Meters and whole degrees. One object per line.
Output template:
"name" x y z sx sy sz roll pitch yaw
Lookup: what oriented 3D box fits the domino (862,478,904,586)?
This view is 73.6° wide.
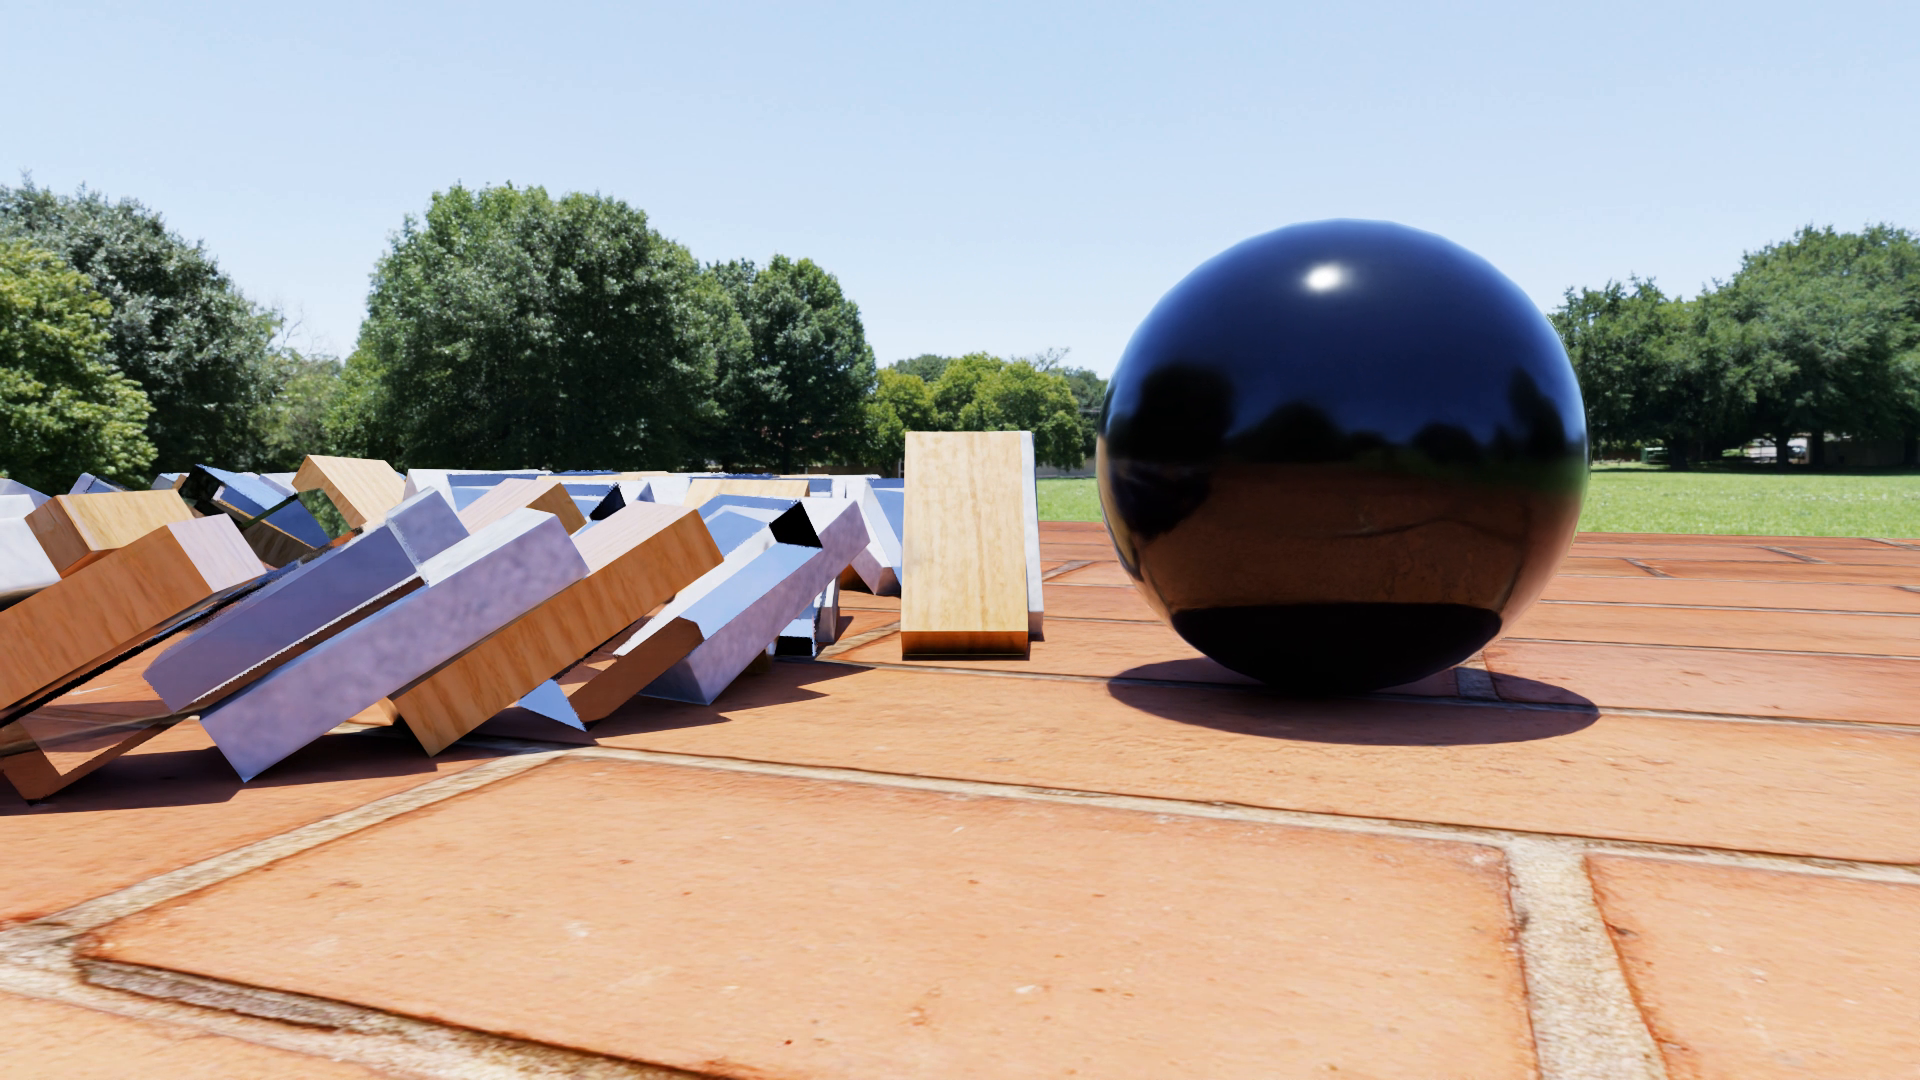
"domino" -0.009 -0.001 0.366 0.025 0.010 0.050 -1 33 -21

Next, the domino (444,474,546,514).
"domino" -0.111 0.001 0.321 0.025 0.010 0.050 -3 37 -31

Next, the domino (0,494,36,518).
"domino" -0.169 0.010 0.200 0.050 0.009 0.025 -32 -7 20

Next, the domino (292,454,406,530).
"domino" -0.150 -0.003 0.339 0.050 0.009 0.025 42 15 18

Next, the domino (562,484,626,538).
"domino" -0.092 0.006 0.262 0.025 0.009 0.050 2 36 22

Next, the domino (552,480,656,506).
"domino" -0.088 0.004 0.282 0.025 0.009 0.050 1 36 14

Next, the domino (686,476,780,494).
"domino" -0.054 0.001 0.333 0.025 0.010 0.050 -2 35 -22

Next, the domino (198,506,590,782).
"domino" -0.079 0.013 0.181 0.050 0.009 0.025 -34 19 -23

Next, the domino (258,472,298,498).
"domino" -0.182 -0.003 0.382 0.050 0.009 0.025 31 1 -6

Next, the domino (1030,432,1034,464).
"domino" 0.005 -0.003 0.306 0.025 0.050 0.010 0 -34 -1

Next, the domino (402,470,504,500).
"domino" -0.126 -0.001 0.336 0.025 0.009 0.050 -1 36 -39

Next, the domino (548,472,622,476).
"domino" -0.099 -0.003 0.376 0.025 0.009 0.050 -4 37 -49

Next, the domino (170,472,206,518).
"domino" -0.202 -0.003 0.375 0.050 0.009 0.025 31 -4 -15

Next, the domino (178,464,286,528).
"domino" -0.174 -0.001 0.335 0.050 0.009 0.025 31 -3 5

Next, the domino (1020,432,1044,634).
"domino" 0.005 -0.002 0.294 0.025 0.050 0.009 -1 -34 -1

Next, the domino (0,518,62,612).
"domino" -0.136 0.015 0.149 0.050 0.010 0.025 -30 3 4

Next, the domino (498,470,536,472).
"domino" -0.134 -0.007 0.440 0.050 0.009 0.025 31 10 9

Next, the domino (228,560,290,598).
"domino" -0.193 0.005 0.314 0.050 0.010 0.025 21 -13 -29

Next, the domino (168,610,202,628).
"domino" -0.204 0.016 0.291 0.025 0.009 0.050 4 6 40

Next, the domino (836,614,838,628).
"domino" -0.043 0.002 0.314 0.025 0.009 0.050 0 35 -7

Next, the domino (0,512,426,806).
"domino" -0.096 0.014 0.169 0.050 0.009 0.025 -33 16 -18

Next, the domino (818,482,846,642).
"domino" -0.040 0.004 0.294 0.025 0.010 0.050 0 35 -1

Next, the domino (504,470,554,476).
"domino" -0.119 -0.003 0.384 0.050 0.010 0.025 36 20 22

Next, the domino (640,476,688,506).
"domino" -0.068 0.000 0.349 0.025 0.010 0.050 -3 35 -34

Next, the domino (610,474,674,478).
"domino" -0.083 -0.001 0.364 0.025 0.009 0.050 -4 36 -42

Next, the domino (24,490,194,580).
"domino" -0.148 0.010 0.201 0.050 0.009 0.025 -33 1 7

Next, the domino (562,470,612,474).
"domino" -0.112 -0.007 0.438 0.050 0.010 0.025 34 17 20

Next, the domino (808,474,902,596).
"domino" -0.025 -0.003 0.383 0.025 0.009 0.050 -3 35 -35

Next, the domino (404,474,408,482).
"domino" -0.141 -0.003 0.386 0.050 0.010 0.025 32 10 8

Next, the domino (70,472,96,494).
"domino" -0.251 -0.004 0.403 0.050 0.009 0.025 33 -13 -29

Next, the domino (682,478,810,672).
"domino" -0.046 0.006 0.257 0.025 0.009 0.050 1 37 4

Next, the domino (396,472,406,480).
"domino" -0.176 -0.007 0.436 0.050 0.009 0.025 29 2 -5

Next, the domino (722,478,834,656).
"domino" -0.042 0.005 0.275 0.025 0.010 0.050 0 36 0

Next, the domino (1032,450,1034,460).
"domino" 0.007 -0.004 0.332 0.025 0.050 0.009 0 -39 0

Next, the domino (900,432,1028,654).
"domino" 0.001 0.000 0.269 0.025 0.050 0.009 0 -34 0

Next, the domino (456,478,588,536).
"domino" -0.096 0.007 0.238 0.025 0.010 0.050 5 40 49

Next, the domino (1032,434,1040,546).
"domino" 0.007 -0.004 0.318 0.025 0.050 0.009 0 -34 0

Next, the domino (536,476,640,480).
"domino" -0.092 0.003 0.303 0.025 0.009 0.050 0 36 -1

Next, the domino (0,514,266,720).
"domino" -0.115 0.014 0.158 0.050 0.009 0.025 -32 11 -11

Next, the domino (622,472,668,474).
"domino" -0.093 -0.006 0.431 0.050 0.010 0.025 35 20 24

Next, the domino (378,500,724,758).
"domino" -0.063 0.011 0.194 0.050 0.009 0.025 -36 23 -27

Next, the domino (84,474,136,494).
"domino" -0.218 -0.002 0.360 0.050 0.009 0.025 34 -14 -29

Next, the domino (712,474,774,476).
"domino" -0.057 -0.005 0.410 0.025 0.010 0.050 -5 36 -48

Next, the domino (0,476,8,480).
"domino" -0.266 -0.003 0.388 0.050 0.009 0.025 35 -19 -37

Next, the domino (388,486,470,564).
"domino" -0.110 0.009 0.221 0.050 0.009 0.025 -36 18 -18

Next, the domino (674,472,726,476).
"domino" -0.074 -0.005 0.422 0.050 0.010 0.025 38 25 31

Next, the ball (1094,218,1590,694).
"ball" 0.063 -0.014 0.219 0.080 0.080 0.080 0 4 0

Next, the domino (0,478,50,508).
"domino" -0.232 0.000 0.343 0.025 0.009 0.050 4 -25 45

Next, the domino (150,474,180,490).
"domino" -0.234 -0.005 0.417 0.050 0.009 0.025 30 -6 -18

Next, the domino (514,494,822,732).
"domino" -0.049 0.010 0.211 0.025 0.009 0.050 6 37 47

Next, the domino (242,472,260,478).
"domino" -0.216 -0.006 0.425 0.050 0.009 0.025 29 -4 -15

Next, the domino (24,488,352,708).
"domino" -0.127 0.009 0.212 0.050 0.010 0.025 -34 13 -13

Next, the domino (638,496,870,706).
"domino" -0.041 0.009 0.231 0.025 0.009 0.050 3 34 33

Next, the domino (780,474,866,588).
"domino" -0.040 -0.003 0.397 0.025 0.009 0.050 -4 35 -41
